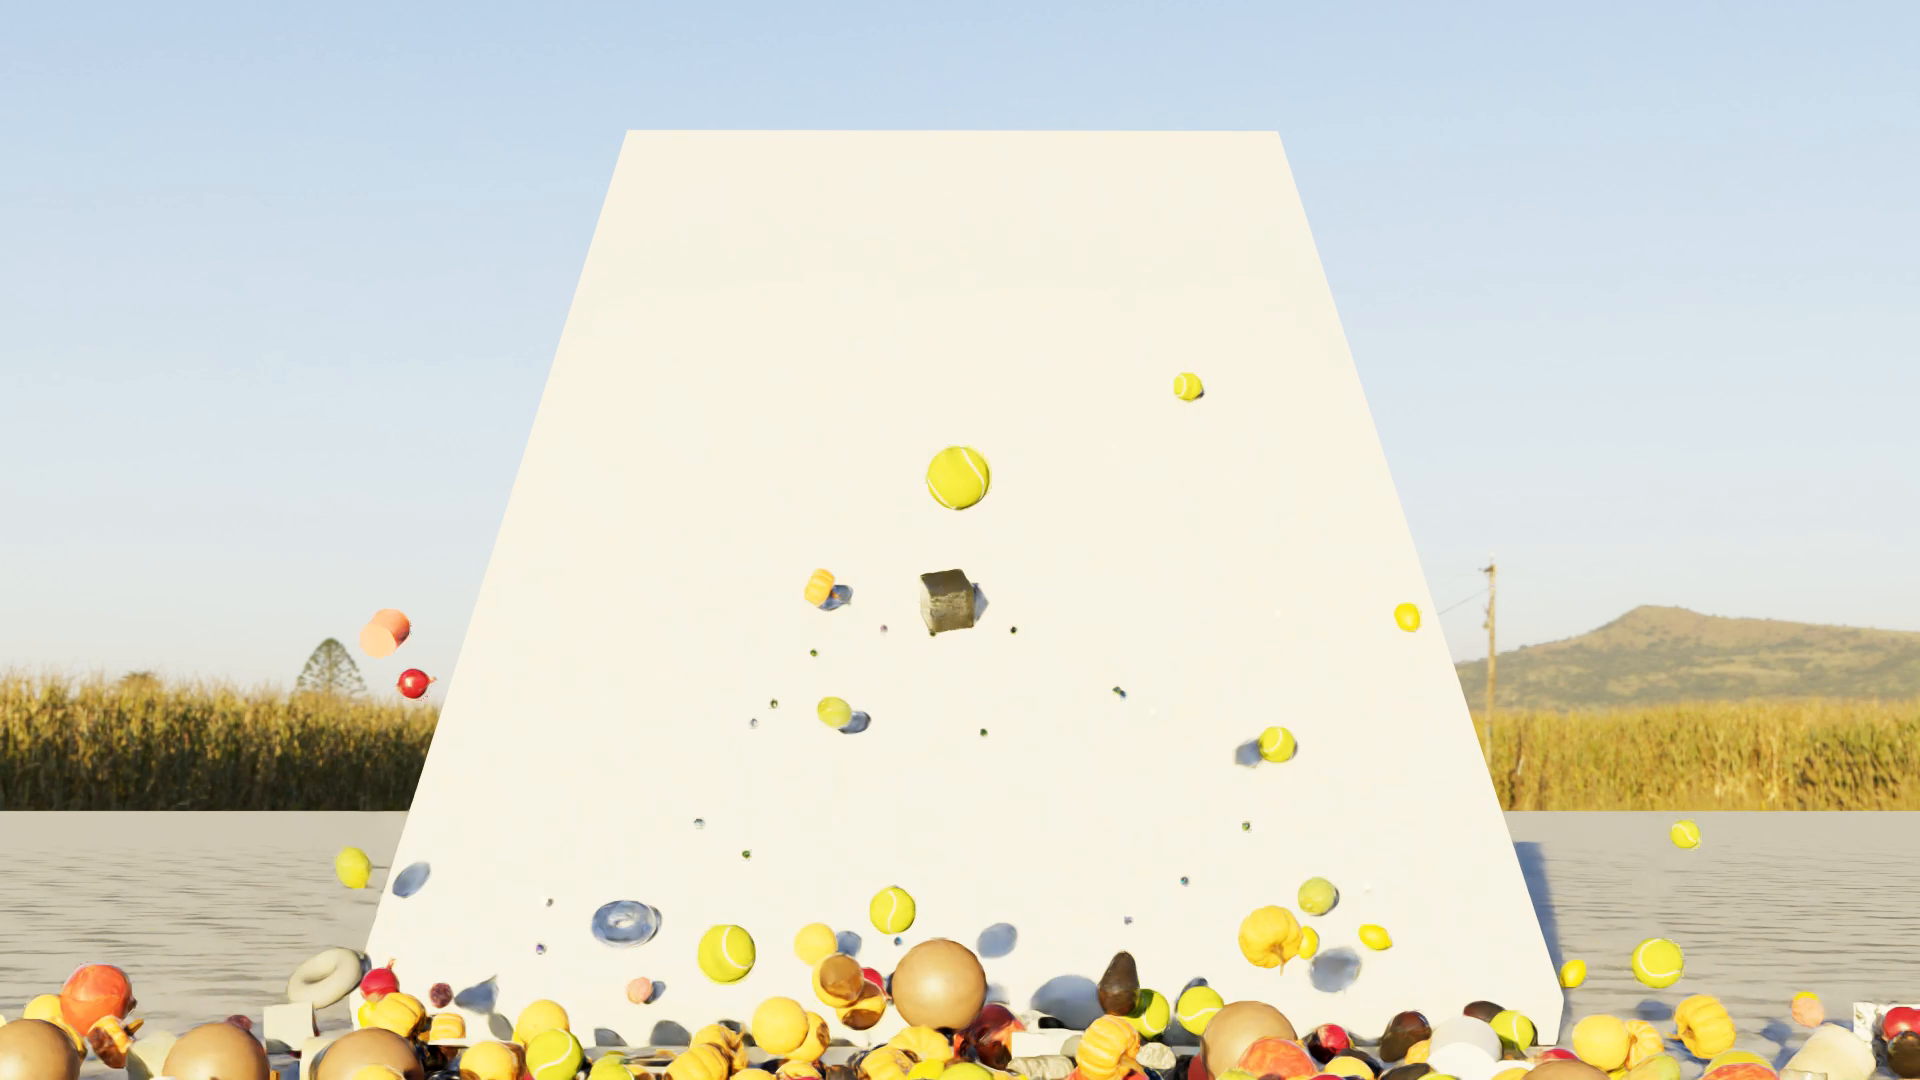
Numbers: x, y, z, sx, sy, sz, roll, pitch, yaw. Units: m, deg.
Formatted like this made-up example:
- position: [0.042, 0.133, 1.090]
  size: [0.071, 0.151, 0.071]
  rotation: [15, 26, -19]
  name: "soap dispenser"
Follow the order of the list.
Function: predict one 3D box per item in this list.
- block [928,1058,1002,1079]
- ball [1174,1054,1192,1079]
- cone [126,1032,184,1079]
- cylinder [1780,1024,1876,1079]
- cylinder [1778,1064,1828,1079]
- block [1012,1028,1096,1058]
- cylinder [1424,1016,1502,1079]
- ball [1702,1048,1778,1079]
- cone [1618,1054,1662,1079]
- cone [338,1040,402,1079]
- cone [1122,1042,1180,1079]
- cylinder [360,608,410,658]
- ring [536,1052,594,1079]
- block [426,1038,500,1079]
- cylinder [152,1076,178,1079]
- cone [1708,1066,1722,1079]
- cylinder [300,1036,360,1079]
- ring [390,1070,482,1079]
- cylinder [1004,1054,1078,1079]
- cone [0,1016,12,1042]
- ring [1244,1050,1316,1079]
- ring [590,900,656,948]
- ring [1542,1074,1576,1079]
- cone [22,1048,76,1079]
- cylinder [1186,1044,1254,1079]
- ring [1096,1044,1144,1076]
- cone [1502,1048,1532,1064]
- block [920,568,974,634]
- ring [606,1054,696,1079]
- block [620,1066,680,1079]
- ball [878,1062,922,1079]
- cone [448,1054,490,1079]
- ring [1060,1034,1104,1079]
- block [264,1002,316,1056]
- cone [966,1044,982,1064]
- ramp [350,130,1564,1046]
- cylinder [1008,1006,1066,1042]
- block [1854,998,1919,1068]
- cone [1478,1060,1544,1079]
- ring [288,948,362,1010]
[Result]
- position: [0.003, 0.700, 3.073]
  size: [0.064, 0.064, 0.064]
  rotation: [6, 5, -44]
  name: "block"
- position: [0.318, 0.746, 3.387]
  size: [0.052, 0.052, 0.052]
  rotation: [0, -6, 0]
  name: "ball"
- position: [-1.094, 0.688, 3.231]
  size: [0.082, 0.082, 0.082]
  rotation: [-1, -24, 11]
  name: "cone"
- position: [1.112, 0.680, 3.100]
  size: [0.085, 0.085, 0.085]
  rotation: [-40, 10, -22]
  name: "cylinder"
- position: [1.042, 0.683, 2.992]
  size: [0.053, 0.053, 0.053]
  rotation: [18, 5, 34]
  name: "cylinder"
- position: [0.131, 0.732, 3.390]
  size: [0.083, 0.083, 0.083]
  rotation: [5, -8, -37]
  name: "block"
- position: [0.665, 0.692, 3.194]
  size: [0.097, 0.097, 0.097]
  rotation: [-2, 10, 15]
  name: "cylinder"
- position: [0.984, 0.689, 3.048]
  size: [0.094, 0.094, 0.094]
  rotation: [0, -6, 0]
  name: "ball"
- position: [0.894, 0.725, 3.221]
  size: [0.069, 0.069, 0.069]
  rotation: [-11, -7, 4]
  name: "cone"
- position: [-0.776, 0.740, 3.280]
  size: [0.095, 0.095, 0.095]
  rotation: [-2, -33, 20]
  name: "cone"
- position: [0.282, 0.744, 3.301]
  size: [0.087, 0.087, 0.087]
  rotation: [-6, -35, 42]
  name: "cone"
- position: [-1.230, 0.200, 5.175]
  size: [0.082, 0.082, 0.082]
  rotation: [-1, 24, 13]
  name: "cylinder"
- position: [-0.537, 0.729, 3.285]
  size: [0.087, 0.029, 0.087]
  rotation: [-25, -36, -20]
  name: "ring"
- position: [-0.678, 0.724, 3.305]
  size: [0.078, 0.078, 0.078]
  rotation: [-1, -6, 6]
  name: "block"
- position: [-0.940, 0.671, 2.859]
  size: [0.053, 0.053, 0.053]
  rotation: [-20, -41, -18]
  name: "cylinder"
- position: [0.910, 0.677, 2.912]
  size: [0.087, 0.087, 0.087]
  rotation: [0, -6, 0]
  name: "cone"
- position: [-0.881, 0.731, 3.384]
  size: [0.069, 0.069, 0.069]
  rotation: [5, -7, -4]
  name: "cylinder"
- position: [-0.693, 0.728, 3.188]
  size: [0.139, 0.046, 0.139]
  rotation: [-1, -5, 0]
  name: "ring"
- position: [0.106, 0.715, 3.190]
  size: [0.070, 0.070, 0.070]
  rotation: [11, -11, -31]
  name: "cylinder"
- position: [-1.624, 0.839, 4.098]
  size: [0.054, 0.054, 0.054]
  rotation: [-2, -33, 21]
  name: "cone"
- position: [0.432, 0.747, 3.388]
  size: [0.134, 0.045, 0.134]
  rotation: [-2, 2, 0]
  name: "ring"
- position: [-0.574, 0.654, 4.122]
  size: [0.113, 0.038, 0.113]
  rotation: [1, 29, 0]
  name: "ring"
- position: [0.819, 0.756, 3.348]
  size: [0.080, 0.027, 0.080]
  rotation: [1, -7, 0]
  name: "ring"
- position: [-1.225, 0.747, 3.309]
  size: [0.077, 0.077, 0.077]
  rotation: [-3, -33, 24]
  name: "cone"
- position: [0.357, 0.730, 3.313]
  size: [0.069, 0.069, 0.069]
  rotation: [-4, -20, 33]
  name: "cylinder"
- position: [0.249, 0.781, 3.636]
  size: [0.117, 0.039, 0.117]
  rotation: [0, -7, 0]
  name: "ring"
- position: [0.751, 0.737, 3.258]
  size: [0.081, 0.081, 0.081]
  rotation: [-5, -31, 36]
  name: "cone"
- position: [-0.028, 0.125, 4.979]
  size: [0.090, 0.090, 0.090]
  rotation: [-8, 31, -14]
  name: "block"
- position: [-0.441, 0.758, 3.447]
  size: [0.129, 0.043, 0.129]
  rotation: [0, -7, 0]
  name: "ring"
- position: [-0.403, 0.717, 3.145]
  size: [0.058, 0.058, 0.058]
  rotation: [-2, -6, 14]
  name: "block"
- position: [-0.081, 0.725, 3.222]
  size: [0.060, 0.060, 0.060]
  rotation: [0, -6, 0]
  name: "ball"
- position: [-0.686, 0.762, 3.405]
  size: [0.057, 0.057, 0.057]
  rotation: [0, -32, 1]
  name: "cone"
- position: [0.161, 0.706, 3.222]
  size: [0.031, 0.094, 0.094]
  rotation: [-3, -5, -24]
  name: "ring"
- position: [-0.991, 0.723, 3.582]
  size: [0.068, 0.068, 0.068]
  rotation: [-4, -13, -12]
  name: "block"
- position: [0.017, 0.739, 3.387]
  size: [0.068, 0.068, 0.068]
  rotation: [0, -6, 0]
  name: "cone"
- position: [-0.013, -0.207, 5.738]
  size: [2.000, 0.100, 4.000]
  rotation: [0, 30, 0]
  name: "ramp"
- position: [0.119, 0.751, 3.657]
  size: [0.070, 0.070, 0.070]
  rotation: [3, 8, -24]
  name: "cylinder"
- position: [1.442, 0.765, 3.755]
  size: [0.096, 0.096, 0.096]
  rotation: [-3, -7, 23]
  name: "block"
- position: [0.700, 0.712, 3.021]
  size: [0.095, 0.095, 0.095]
  rotation: [-3, -34, 28]
  name: "cone"
- position: [-1.055, 0.729, 4.022]
  size: [0.133, 0.044, 0.133]
  rotation: [-17, 27, 9]
  name: "ring"
